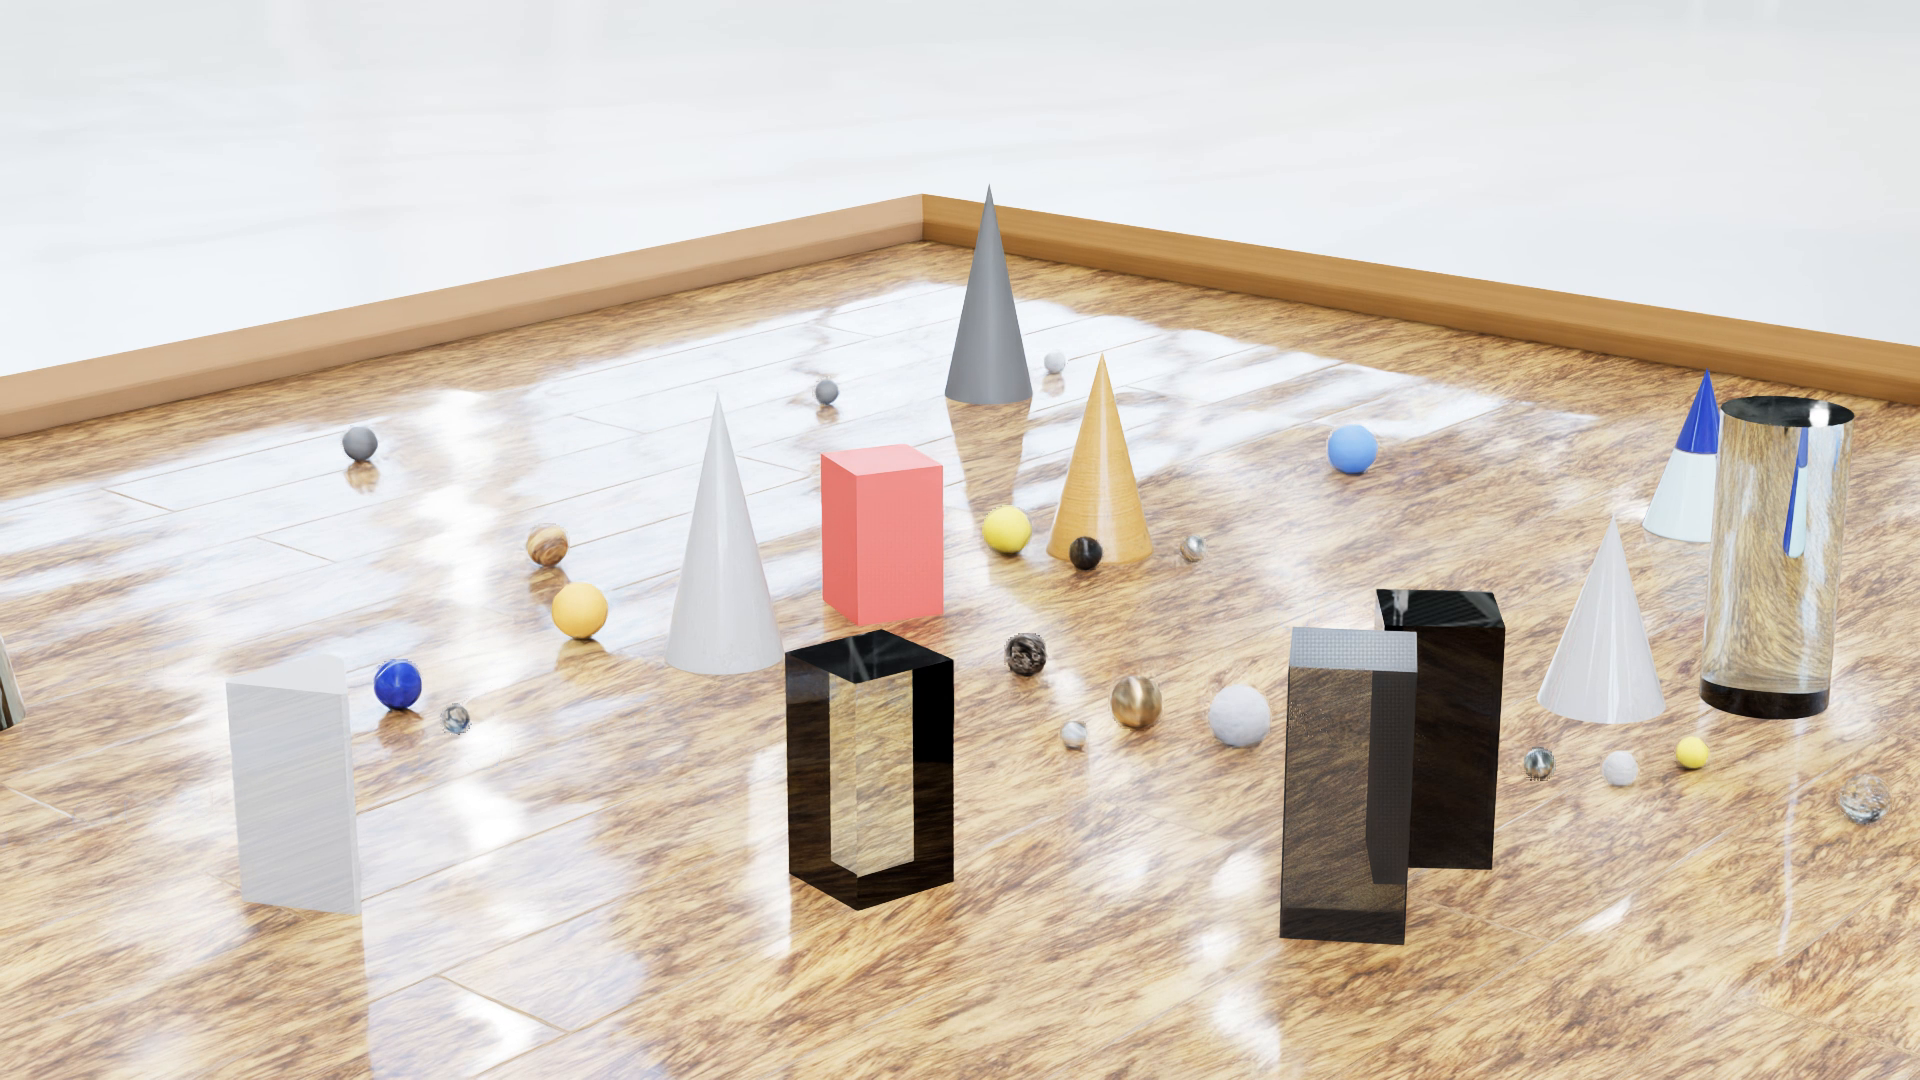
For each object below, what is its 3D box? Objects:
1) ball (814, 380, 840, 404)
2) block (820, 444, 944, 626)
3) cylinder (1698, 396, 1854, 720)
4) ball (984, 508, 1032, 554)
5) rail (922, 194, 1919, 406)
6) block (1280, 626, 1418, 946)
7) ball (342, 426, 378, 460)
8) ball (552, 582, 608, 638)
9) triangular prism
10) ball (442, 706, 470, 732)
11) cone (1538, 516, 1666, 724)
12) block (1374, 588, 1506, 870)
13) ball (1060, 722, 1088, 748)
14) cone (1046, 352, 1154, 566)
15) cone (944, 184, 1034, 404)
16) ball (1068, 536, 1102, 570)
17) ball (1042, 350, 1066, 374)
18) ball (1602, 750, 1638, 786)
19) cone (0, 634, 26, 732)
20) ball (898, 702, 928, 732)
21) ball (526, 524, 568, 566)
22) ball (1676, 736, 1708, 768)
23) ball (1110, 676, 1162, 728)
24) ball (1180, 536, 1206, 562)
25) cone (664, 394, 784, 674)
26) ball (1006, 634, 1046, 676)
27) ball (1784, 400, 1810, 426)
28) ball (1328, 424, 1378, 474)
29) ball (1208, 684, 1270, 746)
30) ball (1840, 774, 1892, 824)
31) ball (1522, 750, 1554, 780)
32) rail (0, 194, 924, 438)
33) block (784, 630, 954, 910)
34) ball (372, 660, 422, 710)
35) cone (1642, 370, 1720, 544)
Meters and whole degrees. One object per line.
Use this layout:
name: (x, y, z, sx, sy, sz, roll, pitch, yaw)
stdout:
ball: (-0.293, -0.326, 6.442, 0.054, 0.054, 0.054, 0, 17, 0)
block: (-0.134, -0.011, 5.032, 0.159, 0.265, 0.159, -8, 18, -24)
cylinder: (1.268, 0.026, 4.560, 0.199, 0.466, 0.199, 0, 17, 0)
ball: (0.088, -0.017, 5.362, 0.086, 0.086, 0.086, 0, 17, 0)
rail: (1.559, -0.486, 6.839, 4.455, 0.129, 0.045, 14, 22, 39)
block: (0.499, 0.315, 3.771, 0.159, 0.369, 0.159, 2, 17, 8)
ball: (-1.225, -0.198, 5.988, 0.071, 0.071, 0.071, 0, 17, 0)
ball: (-0.635, 0.118, 4.901, 0.094, 0.094, 0.094, 0, 17, 0)
triangular prism: (-0.847, 0.315, 3.878, 0.172, 0.306, 0.149, 5, 17, 16)
ball: (-0.770, 0.273, 4.474, 0.042, 0.042, 0.042, 0, 17, 0)
cone: (1.008, 0.107, 4.567, 0.199, 0.307, 0.199, 0, 17, 0)
block: (0.646, 0.257, 4.002, 0.159, 0.346, 0.159, 1, 17, 4)
ball: (0.171, 0.293, 4.409, 0.041, 0.041, 0.041, 0, 17, 0)
cone: (0.257, -0.163, 5.340, 0.199, 0.377, 0.199, 0, 17, 0)
cone: (0.064, -0.554, 6.469, 0.199, 0.476, 0.199, 0, 17, 0)
ball: (0.226, 0.023, 5.272, 0.061, 0.061, 0.061, 0, 17, 0)
ball: (0.216, -0.408, 6.719, 0.053, 0.053, 0.053, 0, 17, 0)
ball: (0.960, 0.331, 4.266, 0.051, 0.051, 0.051, 0, 17, 0)
cone: (-1.548, 0.039, 4.466, 0.199, 0.496, 0.199, 0, 17, 0)
ball: (-0.070, 0.271, 4.475, 0.046, 0.046, 0.046, 0, 17, 0)
ball: (-0.745, 0.009, 5.292, 0.076, 0.076, 0.076, 0, 17, 0)
ball: (1.081, 0.314, 4.331, 0.047, 0.047, 0.047, 0, 17, 0)
ball: (0.270, 0.248, 4.491, 0.081, 0.081, 0.081, 0, 17, 0)
ball: (0.423, 0.017, 5.315, 0.047, 0.047, 0.047, 0, 17, 0)
cone: (-0.388, -0.026, 4.763, 0.199, 0.448, 0.199, 0, 17, 0)
ball: (0.106, 0.186, 4.722, 0.067, 0.067, 0.067, 0, 17, 0)
ball: (1.788, -0.272, 6.261, 0.056, 0.056, 0.056, 0, 17, 0)
ball: (0.789, -0.184, 5.894, 0.099, 0.099, 0.099, 0, 17, 0)
ball: (0.421, 0.264, 4.416, 0.093, 0.093, 0.093, 0, 17, 0)
ball: (1.274, 0.364, 4.126, 0.069, 0.069, 0.069, 0, 17, 0)
ball: (0.846, 0.328, 4.289, 0.044, 0.044, 0.044, 0, 17, 0)
rail: (-1.664, -0.384, 6.503, 0.045, 0.129, 4.804, 14, 22, 39)
block: (-0.120, 0.303, 3.901, 0.159, 0.315, 0.159, -13, 21, -36)
ball: (-0.876, 0.226, 4.572, 0.076, 0.076, 0.076, 0, 17, 0)
cone: (1.388, -0.172, 5.486, 0.199, 0.311, 0.199, 0, 17, 0)
